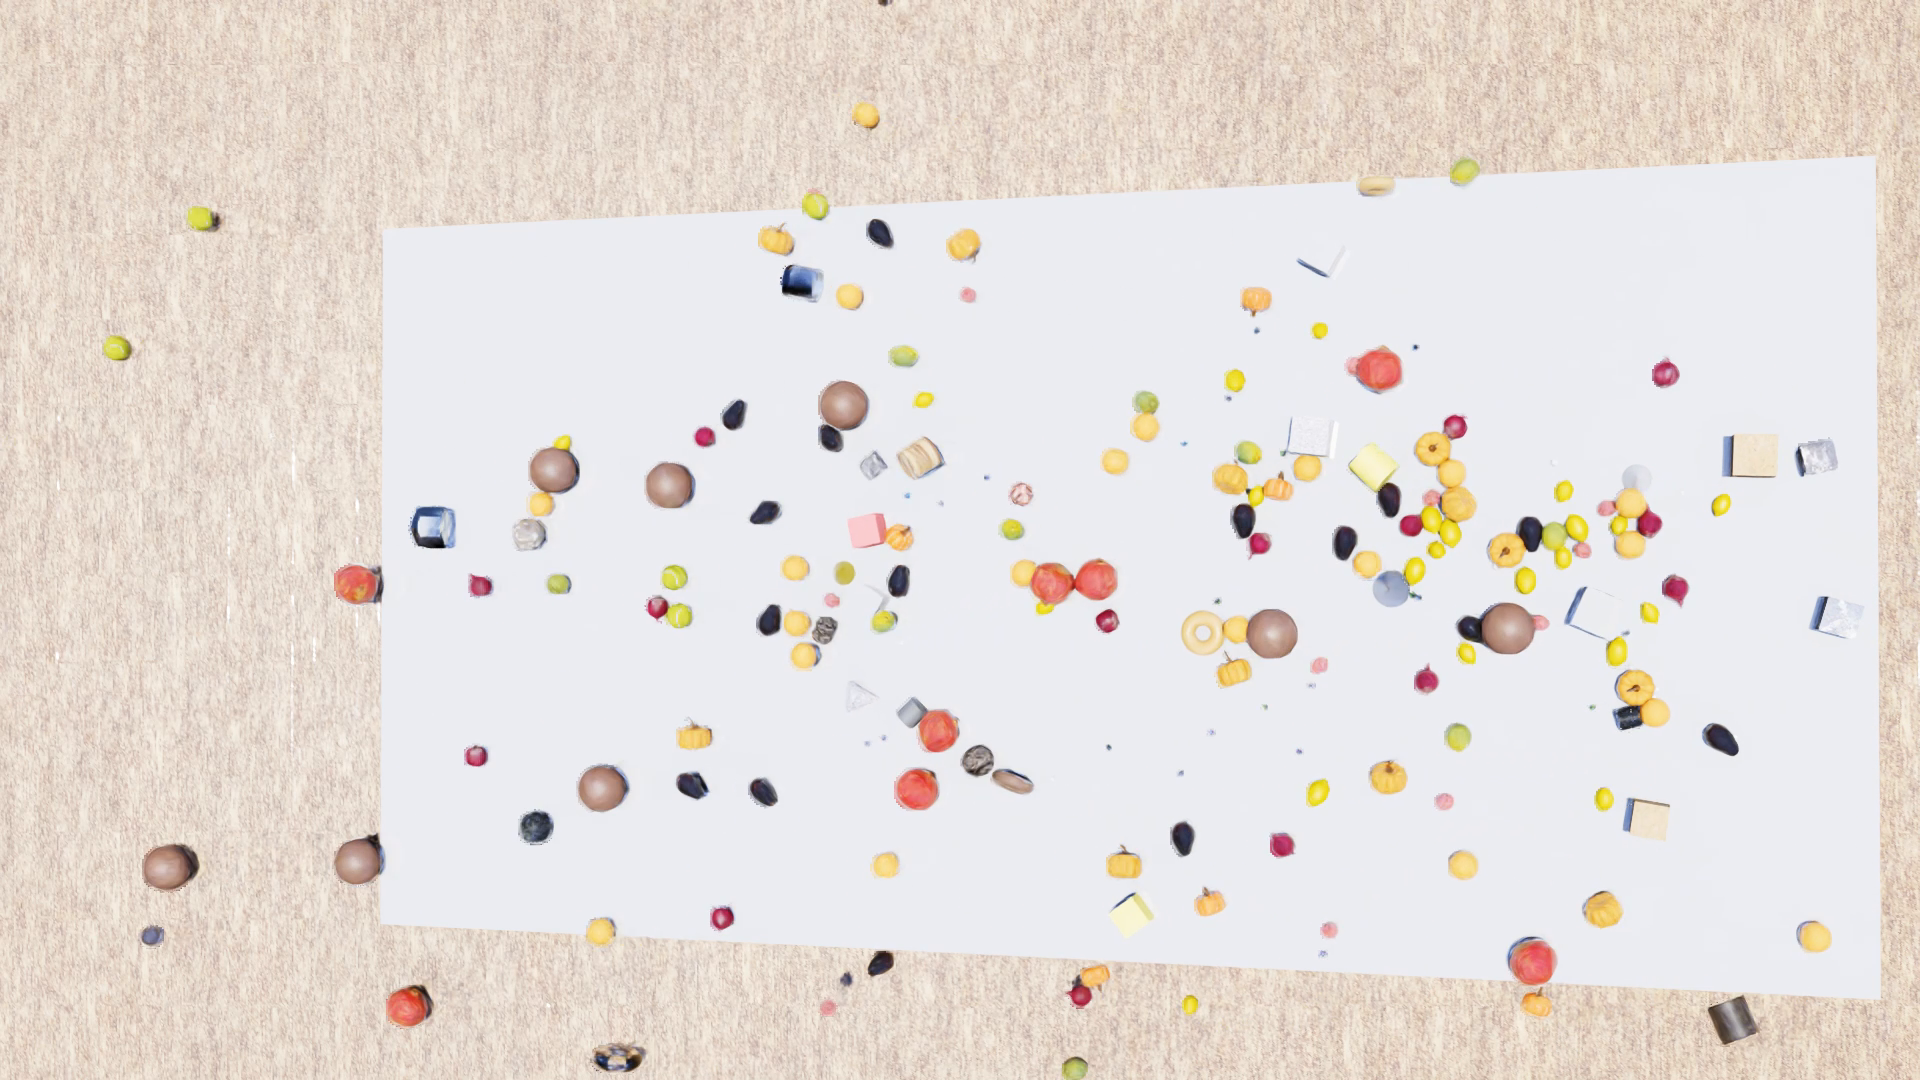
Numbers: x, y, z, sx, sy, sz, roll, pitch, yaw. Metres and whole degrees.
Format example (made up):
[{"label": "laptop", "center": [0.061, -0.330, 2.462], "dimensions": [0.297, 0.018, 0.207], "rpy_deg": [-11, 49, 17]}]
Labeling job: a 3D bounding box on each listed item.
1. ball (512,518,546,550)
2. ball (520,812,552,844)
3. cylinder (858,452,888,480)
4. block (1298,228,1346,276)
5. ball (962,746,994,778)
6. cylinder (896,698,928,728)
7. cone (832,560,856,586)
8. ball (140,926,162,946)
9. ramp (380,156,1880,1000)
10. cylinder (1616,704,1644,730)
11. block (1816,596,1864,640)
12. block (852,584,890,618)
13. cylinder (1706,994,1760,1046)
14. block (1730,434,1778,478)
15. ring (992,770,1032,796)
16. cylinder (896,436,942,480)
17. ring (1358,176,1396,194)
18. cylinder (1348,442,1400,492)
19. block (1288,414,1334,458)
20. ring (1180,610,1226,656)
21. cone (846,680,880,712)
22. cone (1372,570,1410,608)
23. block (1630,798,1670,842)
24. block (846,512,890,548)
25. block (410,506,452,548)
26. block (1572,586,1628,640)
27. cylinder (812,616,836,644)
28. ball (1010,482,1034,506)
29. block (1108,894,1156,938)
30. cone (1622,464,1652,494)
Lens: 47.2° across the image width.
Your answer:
[{"label": "ball", "center": [-1.206, -0.016, 6.151], "dimensions": [0.092, 0.092, 0.092], "rpy_deg": [0, 89, 0]}, {"label": "ball", "center": [-1.184, 0.801, 6.133], "dimensions": [0.090, 0.090, 0.090], "rpy_deg": [0, 89, 0]}, {"label": "cylinder", "center": [-0.234, -0.198, 5.889], "dimensions": [0.055, 0.055, 0.055], "rpy_deg": [-38, 89, 12]}, {"label": "block", "center": [0.915, -0.724, 5.549], "dimensions": [0.083, 0.083, 0.083], "rpy_deg": [31, 98, 14]}, {"label": "ball", "center": [0.048, 0.581, 5.781], "dimensions": [0.084, 0.084, 0.084], "rpy_deg": [0, 89, 0]}, {"label": "cylinder", "center": [-0.127, 0.460, 5.847], "dimensions": [0.059, 0.059, 0.059], "rpy_deg": [45, 101, 1]}, {"label": "cone", "center": [-0.323, 0.089, 5.906], "dimensions": [0.066, 0.066, 0.066], "rpy_deg": [0, 89, 16]}, {"label": "ball", "center": [-2.347, 1.149, 6.382], "dimensions": [0.058, 0.058, 0.058], "rpy_deg": [0, 89, 0]}, {"label": "ramp", "center": [0.270, 0.096, 5.819], "dimensions": [4.000, 0.100, 2.000], "rpy_deg": [0, 89, 16]}, {"label": "cylinder", "center": [1.626, 0.432, 5.340], "dimensions": [0.053, 0.053, 0.053], "rpy_deg": [-18, 89, 19]}, {"label": "block", "center": [2.080, 0.184, 5.197], "dimensions": [0.082, 0.082, 0.082], "rpy_deg": [16, 94, 16]}, {"label": "block", "center": [-0.236, 0.165, 5.879], "dimensions": [0.066, 0.066, 0.066], "rpy_deg": [32, 98, 14]}, {"label": "cylinder", "center": [1.947, 1.209, 5.540], "dimensions": [0.096, 0.096, 0.096], "rpy_deg": [-25, 67, 0]}, {"label": "block", "center": [1.896, -0.201, 5.247], "dimensions": [0.099, 0.099, 0.099], "rpy_deg": [2, 90, 16]}, {"label": "ring", "center": [0.136, 0.634, 5.740], "dimensions": [0.113, 0.113, 0.038], "rpy_deg": [22, 79, 0]}, {"label": "cylinder", "center": [-0.108, -0.214, 5.753], "dimensions": [0.083, 0.083, 0.083], "rpy_deg": [-33, 89, -18]}, {"label": "ring", "center": [1.044, -0.887, 5.501], "dimensions": [0.094, 0.094, 0.031], "rpy_deg": [0, 84, 0]}, {"label": "cylinder", "center": [1.036, -0.184, 5.502], "dimensions": [0.090, 0.090, 0.090], "rpy_deg": [44, 89, 12]}, {"label": "block", "center": [0.886, -0.262, 5.545], "dimensions": [0.093, 0.093, 0.093], "rpy_deg": [8, 91, 16]}, {"label": "ring", "center": [0.624, 0.239, 5.642], "dimensions": [0.117, 0.039, 0.117], "rpy_deg": [0, 89, 18]}, {"label": "cone", "center": [-0.257, 0.422, 5.895], "dimensions": [0.088, 0.088, 0.088], "rpy_deg": [4, 89, -10]}, {"label": "cone", "center": [1.072, 0.122, 5.484], "dimensions": [0.095, 0.095, 0.095], "rpy_deg": [0, 89, 16]}, {"label": "block", "center": [1.665, 0.675, 5.310], "dimensions": [0.082, 0.082, 0.082], "rpy_deg": [9, 92, 16]}, {"label": "block", "center": [-0.245, -0.024, 5.878], "dimensions": [0.080, 0.080, 0.080], "rpy_deg": [-13, 86, 16]}, {"label": "block", "center": [-1.484, -0.036, 6.170], "dimensions": [0.082, 0.082, 0.082], "rpy_deg": [1, 49, 4]}, {"label": "block", "center": [1.552, 0.177, 5.341], "dimensions": [0.100, 0.100, 0.100], "rpy_deg": [24, 96, 15]}, {"label": "cylinder", "center": [-0.365, 0.242, 5.911], "dimensions": [0.054, 0.054, 0.054], "rpy_deg": [23, 133, 0]}, {"label": "ball", "center": [0.161, -0.120, 5.770], "dimensions": [0.061, 0.061, 0.061], "rpy_deg": [0, 89, 0]}, {"label": "block", "center": [0.443, 0.968, 5.664], "dimensions": [0.077, 0.077, 0.077], "rpy_deg": [-39, 79, 13]}, {"label": "cone", "center": [1.643, -0.150, 5.334], "dimensions": [0.072, 0.072, 0.072], "rpy_deg": [0, 89, 16]}]
